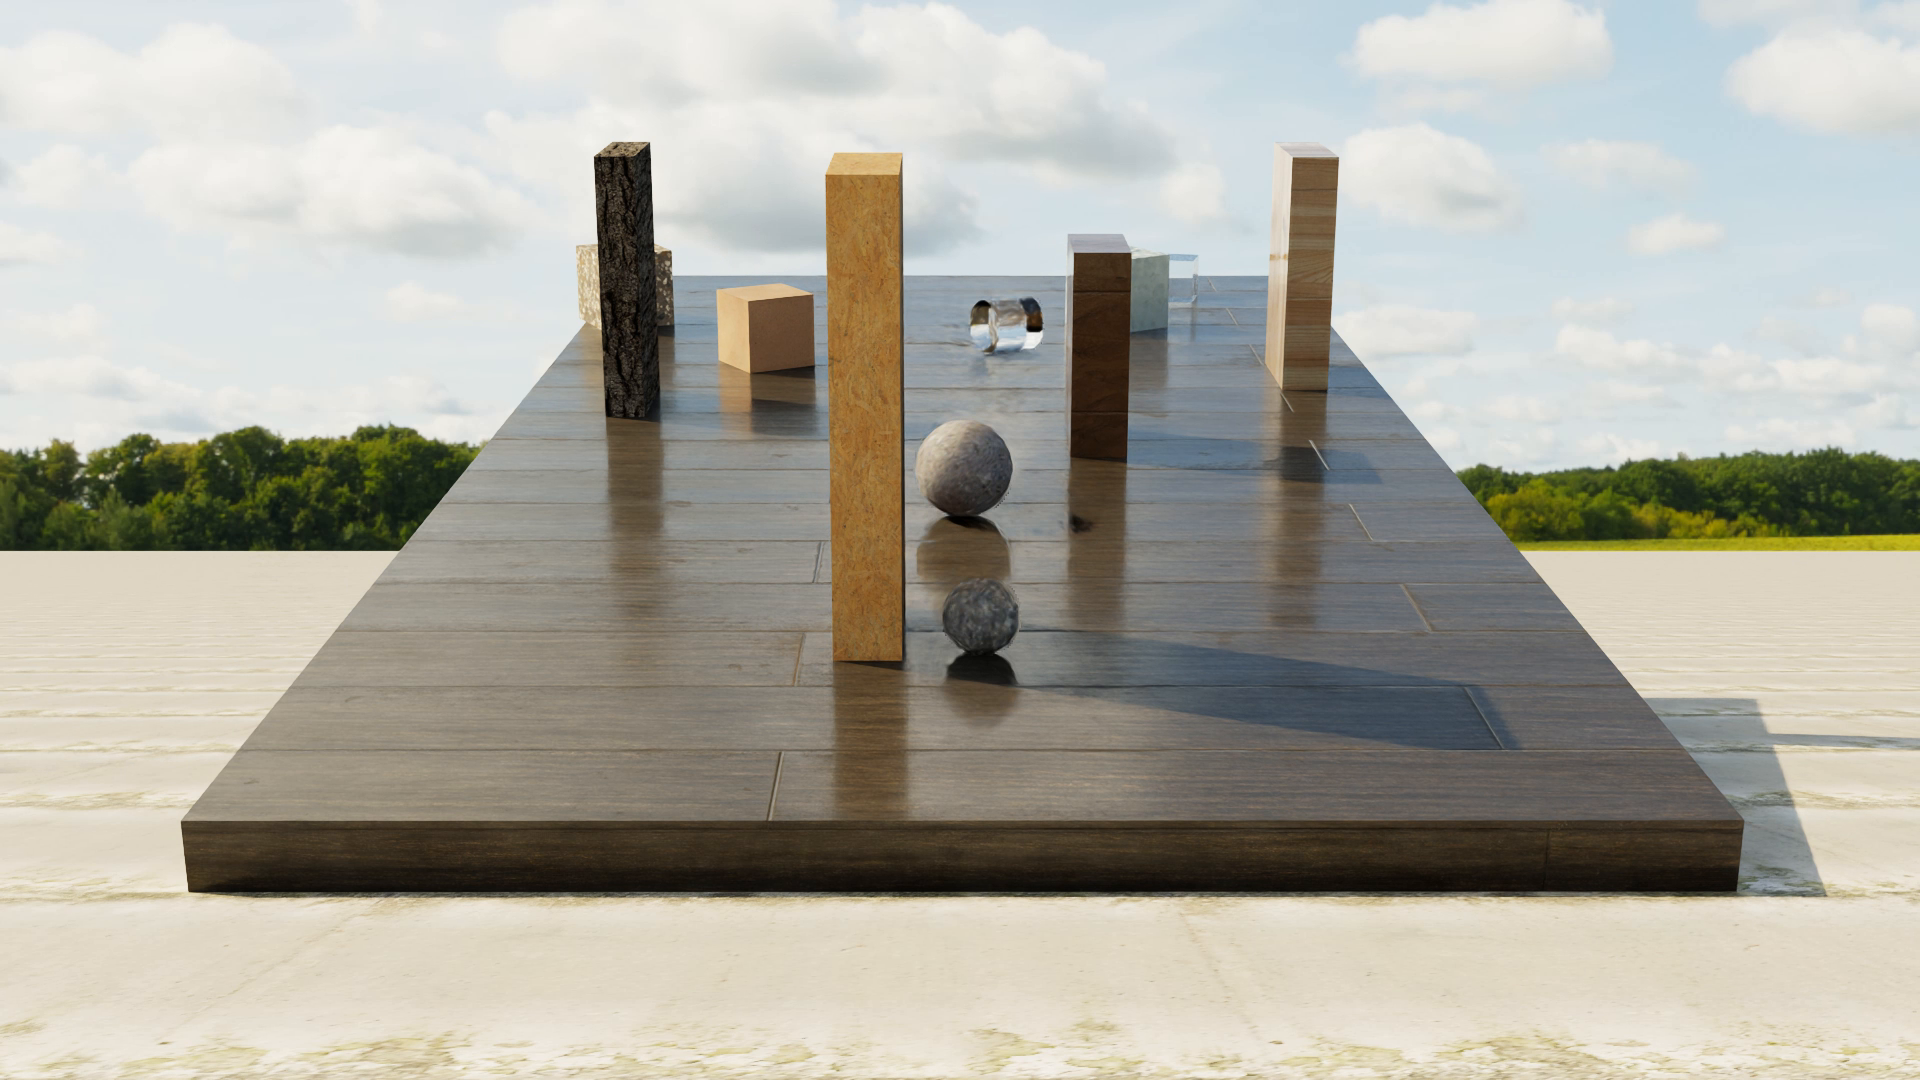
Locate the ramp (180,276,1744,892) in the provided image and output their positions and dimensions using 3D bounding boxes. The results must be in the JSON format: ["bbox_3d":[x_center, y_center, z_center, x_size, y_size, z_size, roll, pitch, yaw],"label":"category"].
[{"bbox_3d":[-0.003,-0.170,4.766,2.000,0.100,4.000,0,17,0],"label":"ramp"}]

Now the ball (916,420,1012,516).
[{"bbox_3d":[0.007,-0.135,4.160,0.182,0.182,0.182,0,0,0],"label":"ball"}]

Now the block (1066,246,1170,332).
[{"bbox_3d":[0.419,-0.669,5.911,0.195,0.195,0.195,-11,20,-33],"label":"block"}]

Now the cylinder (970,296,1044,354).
[{"bbox_3d":[0.117,-0.542,5.584,0.134,0.134,0.134,-10,5,-32],"label":"cylinder"}]

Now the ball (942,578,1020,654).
[{"bbox_3d":[0.032,0.118,3.430,0.119,0.119,0.119,0,0,0],"label":"ball"}]

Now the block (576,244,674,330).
[{"bbox_3d":[-0.899,-0.685,5.955,0.198,0.198,0.198,-9,19,-27],"label":"block"}]

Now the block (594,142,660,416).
[{"bbox_3d":[-0.745,-0.589,4.983,0.086,0.575,0.277,0,17,0],"label":"block"}]

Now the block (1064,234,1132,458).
[{"bbox_3d":[0.287,-0.411,4.654,0.118,0.426,0.244,0,17,0],"label":"block"}]

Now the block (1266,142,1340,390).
[{"bbox_3d":[0.808,-0.654,5.262,0.106,0.541,0.296,0,17,0],"label":"block"}]

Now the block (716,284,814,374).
[{"bbox_3d":[-0.478,-0.523,5.454,0.176,0.176,0.176,-10,19,-30],"label":"block"}]

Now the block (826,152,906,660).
[{"bbox_3d":[-0.142,-0.208,3.429,0.106,0.744,0.262,0,17,0],"label":"block"}]

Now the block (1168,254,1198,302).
[{"bbox_3d":[0.610,-0.745,6.300,0.117,0.117,0.117,4,17,13],"label":"block"}]
